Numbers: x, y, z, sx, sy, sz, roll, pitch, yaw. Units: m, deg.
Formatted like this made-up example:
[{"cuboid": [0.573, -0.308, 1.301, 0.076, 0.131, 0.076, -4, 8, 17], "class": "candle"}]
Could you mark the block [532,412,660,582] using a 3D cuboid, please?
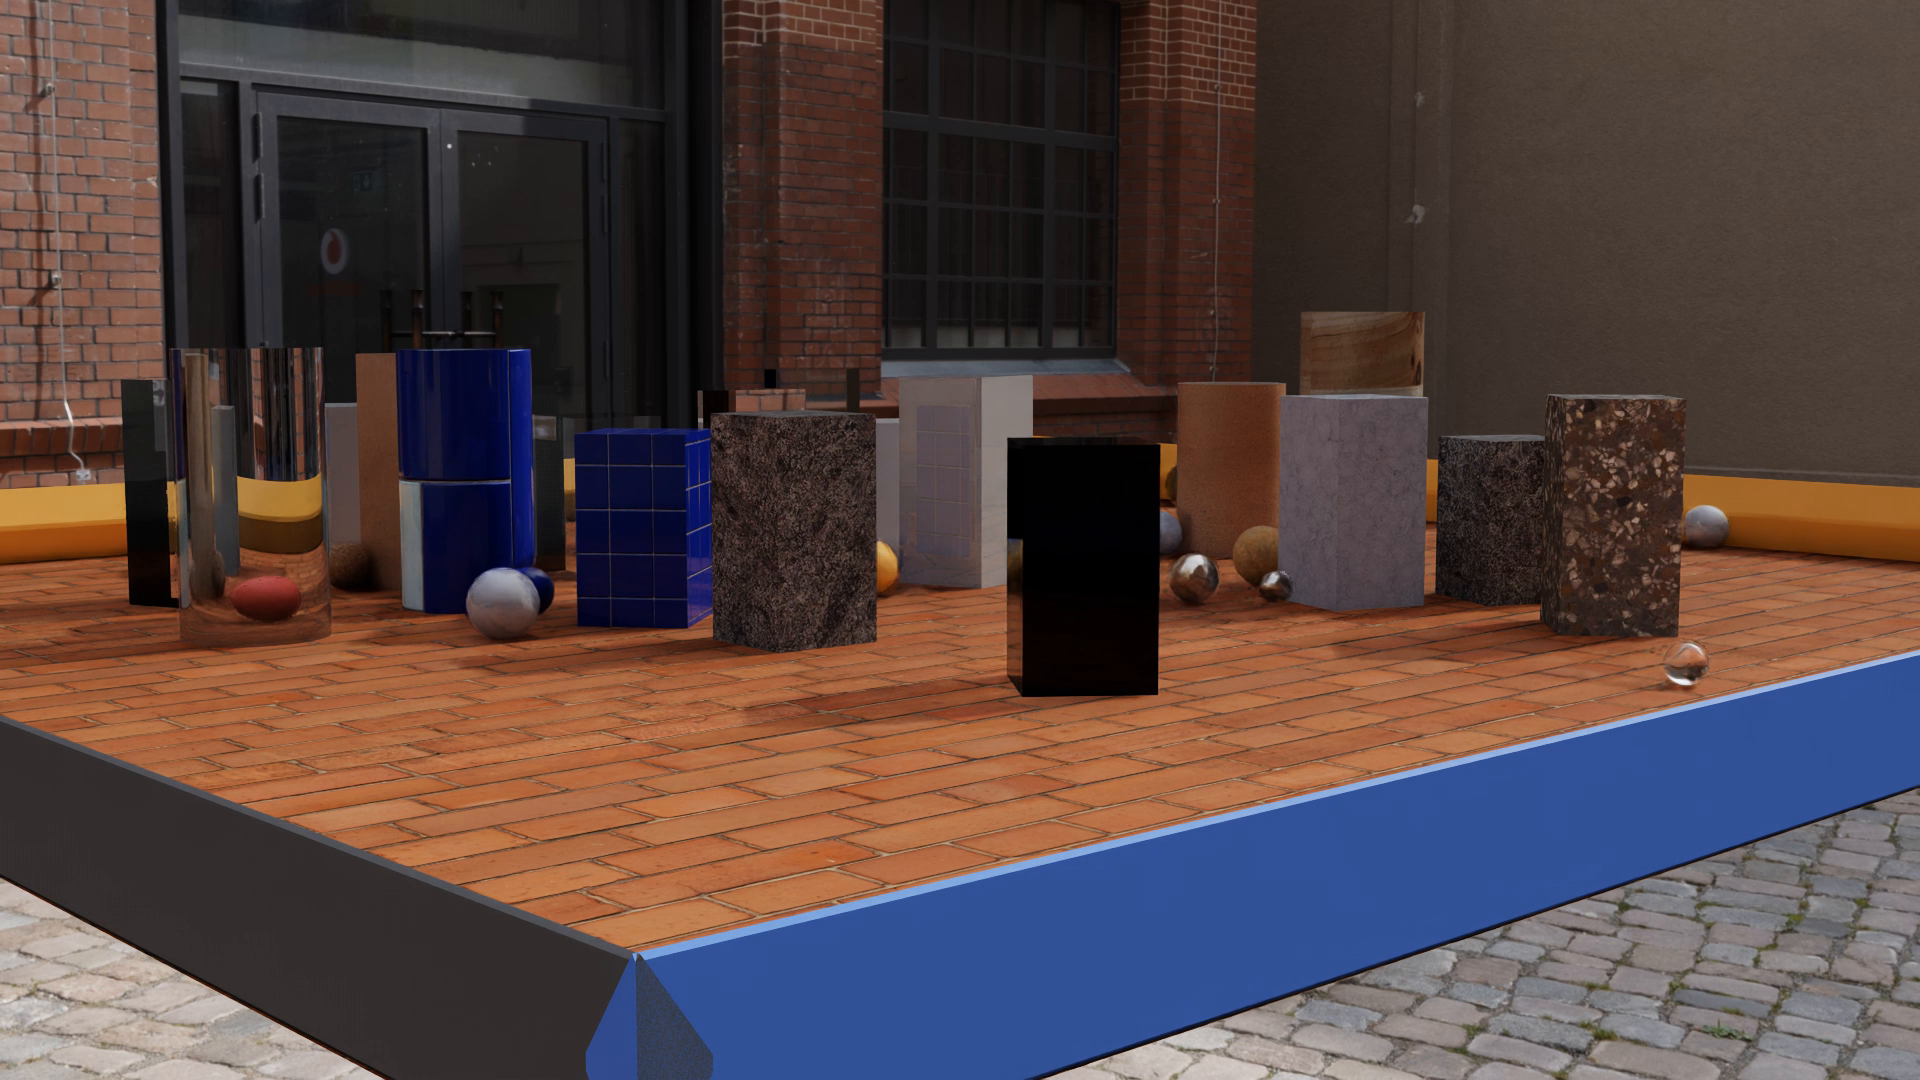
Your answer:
[{"cuboid": [-0.614, -0.077, 3.725, 0.159, 0.269, 0.159, -4, 7, -36], "class": "block"}]

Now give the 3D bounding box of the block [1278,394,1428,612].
[{"cuboid": [0.598, -0.062, 3.359, 0.159, 0.315, 0.159, -3, 7, -24], "class": "block"}]

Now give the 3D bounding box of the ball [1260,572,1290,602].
[{"cuboid": [0.482, 0.072, 3.367, 0.048, 0.048, 0.048, 0, 6, 0], "class": "ball"}]

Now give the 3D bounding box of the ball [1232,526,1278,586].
[{"cuboid": [0.492, 0.026, 3.569, 0.098, 0.098, 0.098, 0, 6, 0], "class": "ball"}]

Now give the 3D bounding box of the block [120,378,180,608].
[{"cuboid": [-1.158, -0.076, 3.368, 0.159, 0.342, 0.159, 3, 7, 25], "class": "block"}]

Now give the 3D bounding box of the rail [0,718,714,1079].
[{"cuboid": [-1.196, 0.148, 2.234, 0.045, 0.129, 3.110, -5, 8, -42], "class": "rail"}]

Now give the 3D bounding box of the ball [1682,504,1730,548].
[{"cuboid": [1.399, -0.025, 4.125, 0.084, 0.084, 0.084, 0, 6, 0], "class": "ball"}]

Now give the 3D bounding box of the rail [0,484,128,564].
[{"cuboid": [-1.039, -0.083, 4.451, 3.302, 0.129, 0.045, -5, 8, -42], "class": "rail"}]

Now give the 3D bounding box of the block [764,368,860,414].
[{"cuboid": [-0.289, -0.172, 4.334, 0.159, 0.332, 0.159, 1, 6, 7], "class": "block"}]

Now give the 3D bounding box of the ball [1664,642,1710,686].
[{"cuboid": [0.866, 0.147, 2.621, 0.052, 0.052, 0.052, 0, 6, 0], "class": "ball"}]

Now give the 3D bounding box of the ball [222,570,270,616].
[{"cuboid": [-1.047, 0.078, 3.224, 0.065, 0.065, 0.065, 0, 6, 0], "class": "ball"}]

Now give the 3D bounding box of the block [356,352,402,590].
[{"cuboid": [-0.859, -0.114, 3.569, 0.159, 0.376, 0.159, 4, 7, 32], "class": "block"}]

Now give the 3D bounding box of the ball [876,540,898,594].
[{"cuboid": [-0.141, 0.043, 3.454, 0.088, 0.088, 0.088, 0, 6, 0], "class": "ball"}]

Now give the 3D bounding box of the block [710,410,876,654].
[{"cuboid": [-0.224, -0.016, 2.963, 0.159, 0.307, 0.159, -5, 8, -39], "class": "block"}]

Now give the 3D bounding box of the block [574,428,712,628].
[{"cuboid": [-0.453, -0.020, 3.169, 0.159, 0.272, 0.159, 1, 6, 7], "class": "block"}]

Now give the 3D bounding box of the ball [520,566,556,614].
[{"cuboid": [-0.629, 0.075, 3.216, 0.072, 0.072, 0.072, 0, 6, 0], "class": "ball"}]

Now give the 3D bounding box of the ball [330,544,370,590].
[{"cuboid": [-0.986, 0.042, 3.526, 0.074, 0.074, 0.074, 0, 6, 0], "class": "ball"}]

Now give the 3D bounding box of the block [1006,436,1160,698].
[{"cuboid": [0.144, 0.028, 2.614, 0.159, 0.291, 0.159, -1, 6, -5], "class": "block"}]

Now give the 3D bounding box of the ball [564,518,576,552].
[{"cuboid": [-0.693, -0.008, 4.034, 0.068, 0.068, 0.068, 0, 6, 0], "class": "ball"}]

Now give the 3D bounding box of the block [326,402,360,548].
[{"cuboid": [-1.055, -0.101, 3.907, 0.159, 0.279, 0.159, -2, 6, -20], "class": "block"}]

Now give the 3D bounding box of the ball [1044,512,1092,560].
[{"cuboid": [0.193, -0.008, 3.952, 0.086, 0.086, 0.086, 0, 6, 0], "class": "ball"}]

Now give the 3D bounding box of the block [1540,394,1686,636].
[{"cuboid": [0.912, -0.038, 3.082, 0.159, 0.325, 0.159, 1, 6, 5], "class": "block"}]

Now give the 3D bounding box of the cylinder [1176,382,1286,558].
[{"cuboid": [0.501, -0.133, 4.064, 0.199, 0.312, 0.199, 0, 6, 0], "class": "cylinder"}]

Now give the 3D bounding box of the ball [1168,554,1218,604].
[{"cuboid": [0.357, 0.058, 3.358, 0.076, 0.076, 0.076, 0, 6, 0], "class": "ball"}]

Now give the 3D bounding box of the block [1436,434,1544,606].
[{"cuboid": [0.851, -0.034, 3.415, 0.159, 0.249, 0.159, -2, 6, -17], "class": "block"}]

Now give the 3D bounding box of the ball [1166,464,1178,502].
[{"cuboid": [0.523, -0.130, 5.053, 0.099, 0.099, 0.099, 0, 6, 0], "class": "ball"}]

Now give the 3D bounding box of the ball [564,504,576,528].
[{"cuboid": [-0.712, -0.033, 4.191, 0.086, 0.086, 0.086, 0, 6, 0], "class": "ball"}]

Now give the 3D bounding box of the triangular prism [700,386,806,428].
[{"cuboid": [-0.348, -0.074, 3.434, 0.172, 0.325, 0.149, -3, 7, -26], "class": "triangular prism"}]

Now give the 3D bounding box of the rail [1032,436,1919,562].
[{"cuboid": [1.196, -0.081, 4.429, 0.045, 0.129, 3.110, -5, 8, -42], "class": "rail"}]

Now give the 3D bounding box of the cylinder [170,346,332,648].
[{"cuboid": [-0.965, -0.064, 2.998, 0.199, 0.395, 0.199, 0, 6, 0], "class": "cylinder"}]

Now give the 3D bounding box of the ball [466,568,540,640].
[{"cuboid": [-0.622, 0.086, 2.990, 0.098, 0.098, 0.098, 0, 6, 0], "class": "ball"}]

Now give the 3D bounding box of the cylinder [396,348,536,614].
[{"cuboid": [-0.745, -0.094, 3.320, 0.199, 0.387, 0.199, 0, 6, 0], "class": "cylinder"}]

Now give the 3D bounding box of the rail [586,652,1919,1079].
[{"cuboid": [1.039, 0.150, 2.212, 3.302, 0.129, 0.045, -5, 8, -42], "class": "rail"}]

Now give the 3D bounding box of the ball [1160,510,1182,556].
[{"cuboid": [0.364, -0.012, 4.013, 0.082, 0.082, 0.082, 0, 6, 0], "class": "ball"}]

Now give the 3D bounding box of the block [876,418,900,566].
[{"cuboid": [-0.100, -0.087, 3.908, 0.159, 0.251, 0.159, -1, 6, -14], "class": "block"}]

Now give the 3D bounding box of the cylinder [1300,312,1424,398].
[{"cuboid": [0.654, -0.151, 3.596, 0.199, 0.443, 0.199, 0, 6, 0], "class": "cylinder"}]

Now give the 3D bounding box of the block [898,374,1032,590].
[{"cuboid": [0.010, -0.101, 3.623, 0.159, 0.339, 0.159, 4, 7, 33], "class": "block"}]

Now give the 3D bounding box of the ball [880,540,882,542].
[{"cuboid": [-0.145, 0.034, 3.622, 0.071, 0.071, 0.071, 0, 6, 0], "class": "ball"}]

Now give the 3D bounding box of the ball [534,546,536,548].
[{"cuboid": [-0.785, -0.026, 4.099, 0.092, 0.092, 0.092, 0, 6, 0], "class": "ball"}]
